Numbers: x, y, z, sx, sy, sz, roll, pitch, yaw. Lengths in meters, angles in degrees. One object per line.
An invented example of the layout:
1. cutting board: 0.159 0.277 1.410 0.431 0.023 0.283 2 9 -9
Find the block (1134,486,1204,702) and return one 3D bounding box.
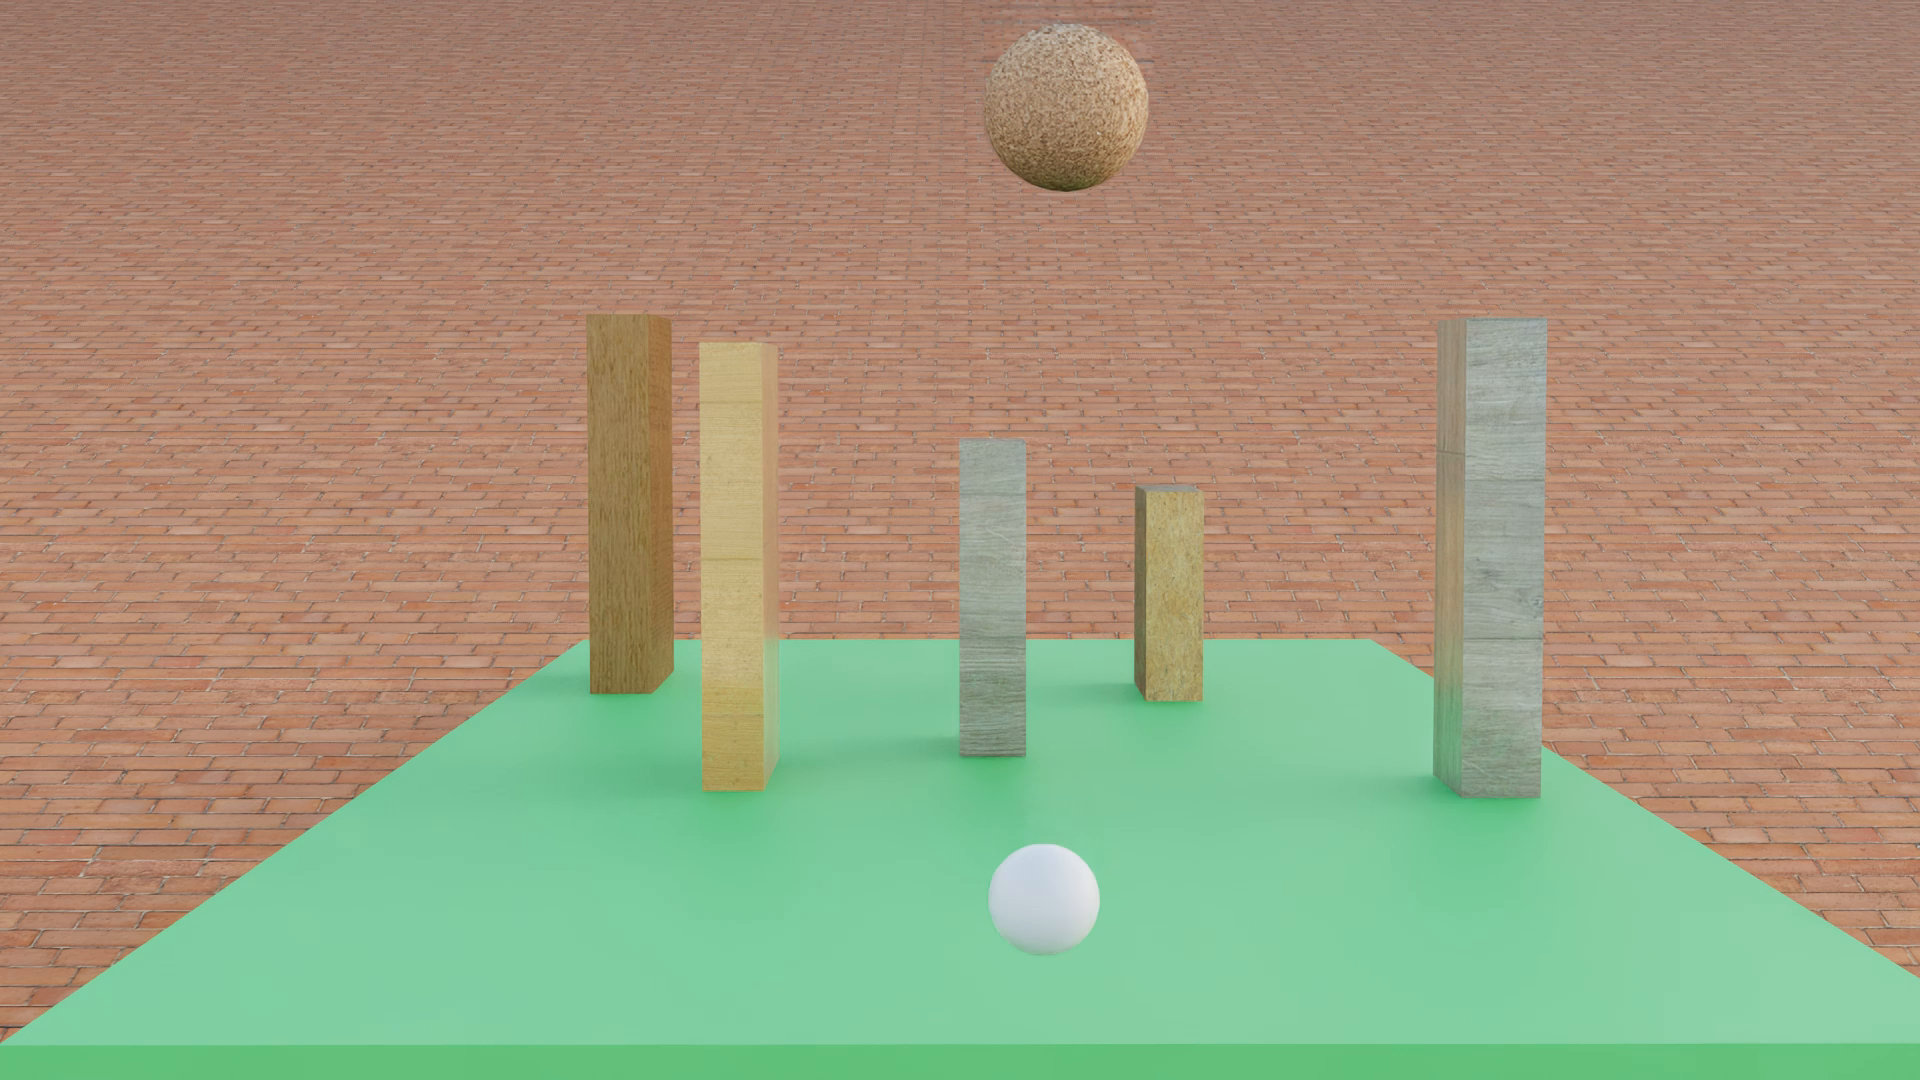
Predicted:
1. block: 0.438 0.105 5.416 0.117 0.429 0.340 0 4 0

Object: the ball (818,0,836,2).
1. ball: -0.106 -0.499 2.026 0.144 0.144 0.144 0 20 0

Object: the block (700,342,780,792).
1. block: -0.363 0.033 4.269 0.098 0.715 0.371 0 4 0

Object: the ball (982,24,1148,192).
1. ball: 0.102 -0.415 2.468 0.159 0.159 0.159 0 20 0

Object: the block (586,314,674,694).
1. block: -0.712 -0.087 5.580 0.130 0.794 0.429 0 4 0

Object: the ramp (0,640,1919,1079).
1. ramp: 0.047 0.425 4.533 2.000 0.100 4.000 0 4 0

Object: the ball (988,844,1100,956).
1. ball: 0.088 0.376 2.684 0.117 0.117 0.117 0 20 0

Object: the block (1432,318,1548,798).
1. block: 0.850 0.022 4.133 0.125 0.752 0.241 0 4 0

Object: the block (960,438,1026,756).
1. block: 0.057 0.096 4.594 0.116 0.550 0.265 0 4 0
